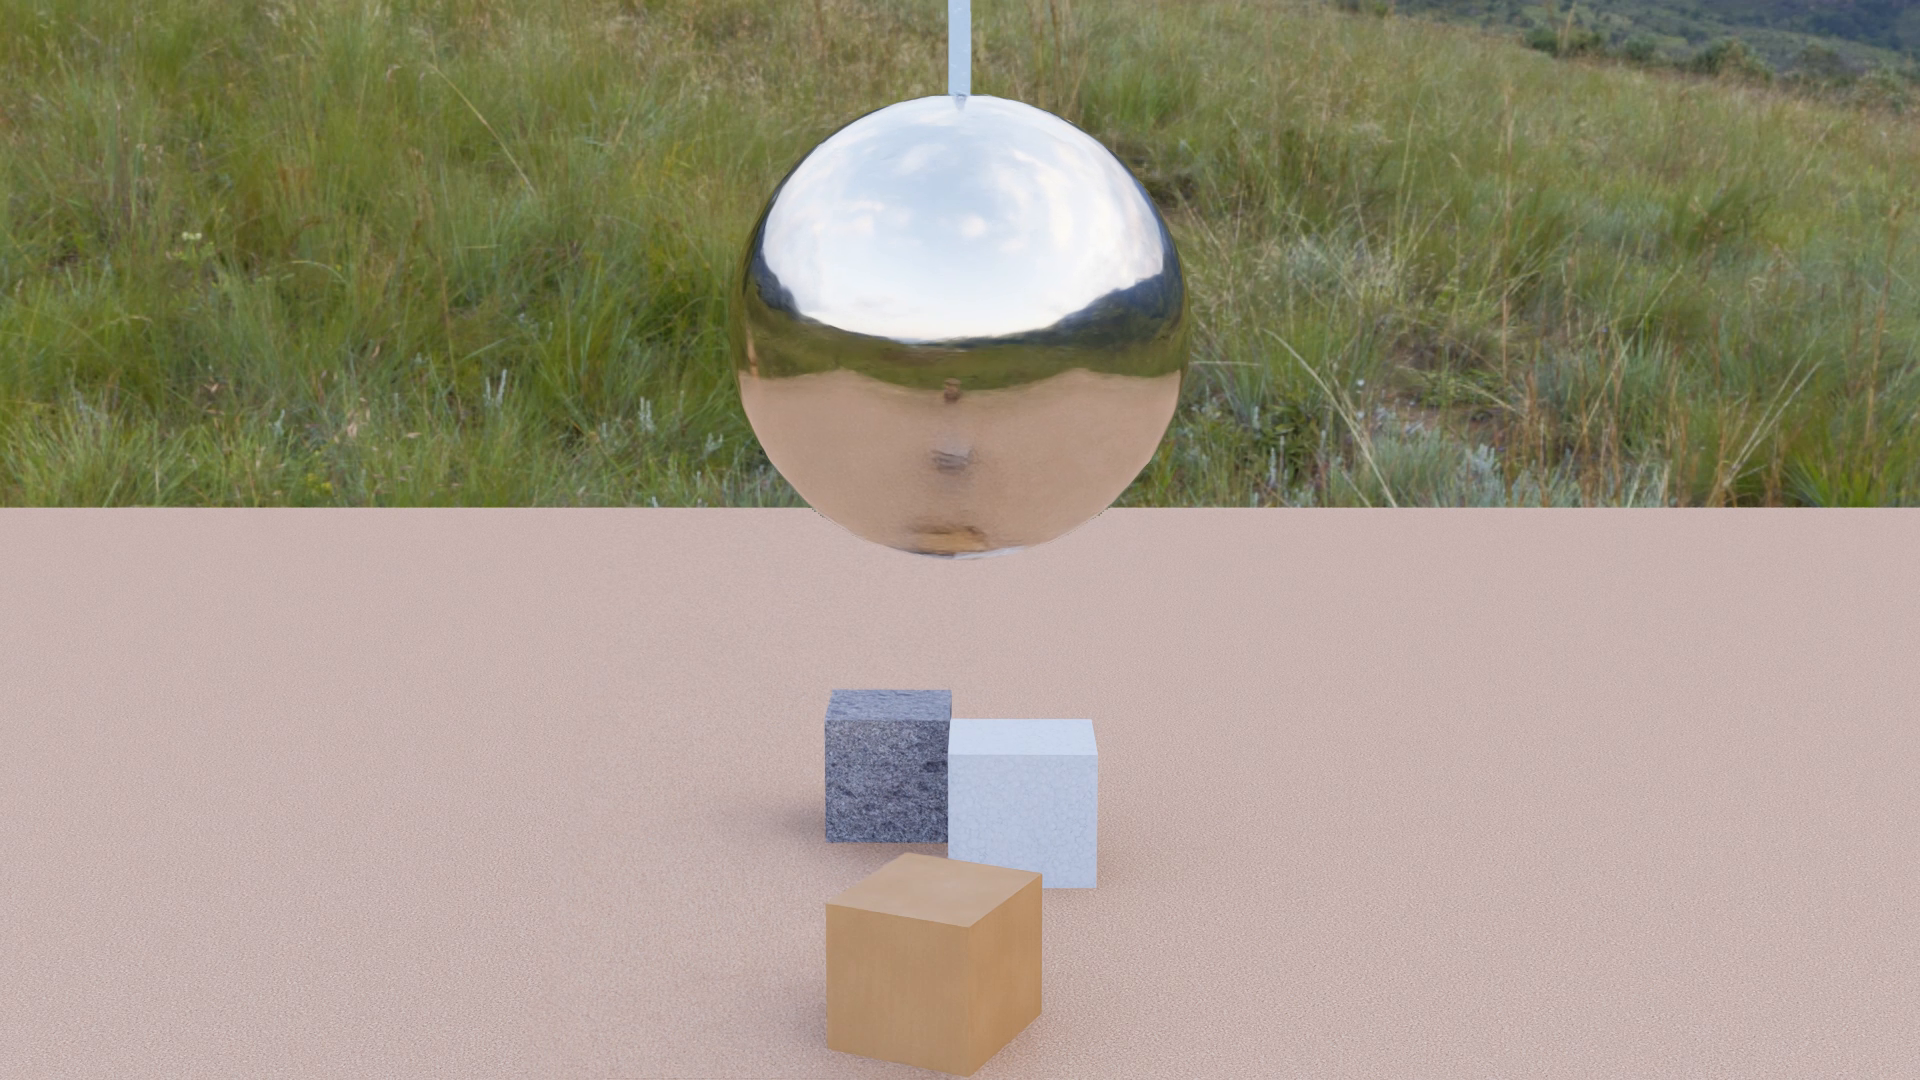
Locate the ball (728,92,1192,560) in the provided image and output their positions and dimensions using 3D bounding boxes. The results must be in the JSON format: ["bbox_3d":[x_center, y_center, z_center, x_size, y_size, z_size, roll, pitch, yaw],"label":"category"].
[{"bbox_3d":[0.000,-0.732,7.608,1.600,1.600,1.600,0,10,0],"label":"ball"}]

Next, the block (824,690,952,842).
[{"bbox_3d":[-0.362,1.162,11.383,0.628,0.640,0.622,0,10,1],"label":"block"}]

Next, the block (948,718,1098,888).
[{"bbox_3d":[0.300,1.275,10.720,0.705,0.656,0.646,0,10,1],"label":"block"}]

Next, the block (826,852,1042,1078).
[{"bbox_3d":[-0.094,1.667,8.729,0.614,0.598,0.688,5,11,25],"label":"block"}]

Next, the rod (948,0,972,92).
[{"bbox_3d":[0.000,-3.838,8.992,0.080,5.200,0.080,0,-24,0],"label":"rod"}]
